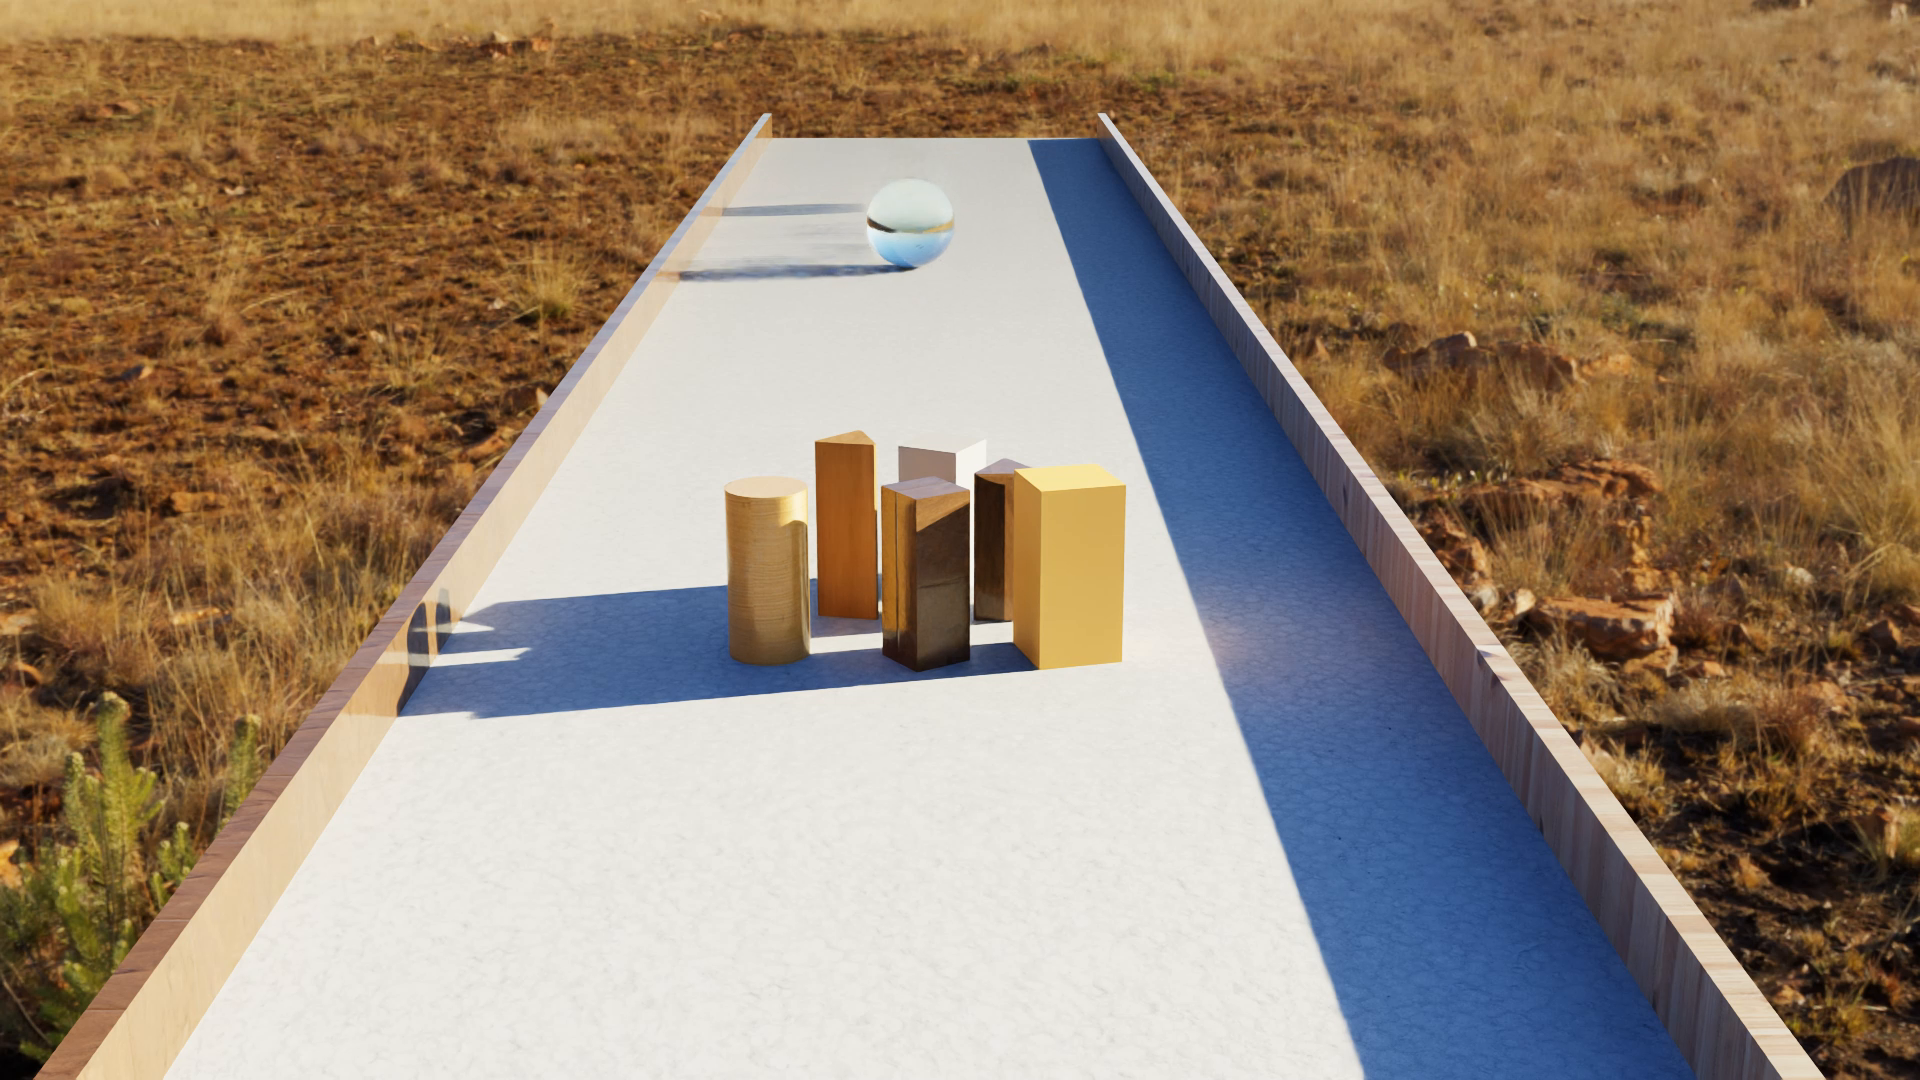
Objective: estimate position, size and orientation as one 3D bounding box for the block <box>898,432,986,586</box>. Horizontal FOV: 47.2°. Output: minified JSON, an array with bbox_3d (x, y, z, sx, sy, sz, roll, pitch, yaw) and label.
[{"bbox_3d":[-0.039,-0.060,4.863,0.143,0.322,0.143,8,19,26],"label":"block"}]

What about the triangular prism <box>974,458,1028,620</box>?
[{"bbox_3d":[0.099,-0.003,4.672,0.143,0.321,0.124,-1,17,-3],"label":"triangular prism"}]

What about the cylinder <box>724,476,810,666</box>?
[{"bbox_3d":[-0.385,0.061,4.412,0.164,0.348,0.164,0,17,0],"label":"cylinder"}]

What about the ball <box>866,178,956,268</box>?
[{"bbox_3d":[-0.199,-1.285,8.907,0.364,0.364,0.364,0,17,0],"label":"ball"}]

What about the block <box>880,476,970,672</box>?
[{"bbox_3d":[-0.068,0.067,4.380,0.127,0.355,0.127,-11,20,-33],"label":"block"}]

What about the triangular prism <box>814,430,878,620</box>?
[{"bbox_3d":[-0.226,-0.034,4.672,0.132,0.382,0.114,4,17,12],"label":"triangular prism"}]

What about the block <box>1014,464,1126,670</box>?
[{"bbox_3d":[0.217,0.051,4.409,0.174,0.367,0.174,-5,17,-16],"label":"block"}]

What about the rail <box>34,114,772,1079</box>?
[{"bbox_3d":[-1.118,-0.838,7.780,0.050,0.150,12.000,0,17,-1],"label":"rail"}]

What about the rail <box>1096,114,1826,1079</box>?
[{"bbox_3d":[0.932,-0.844,7.801,0.050,0.150,12.000,0,17,-1],"label":"rail"}]
